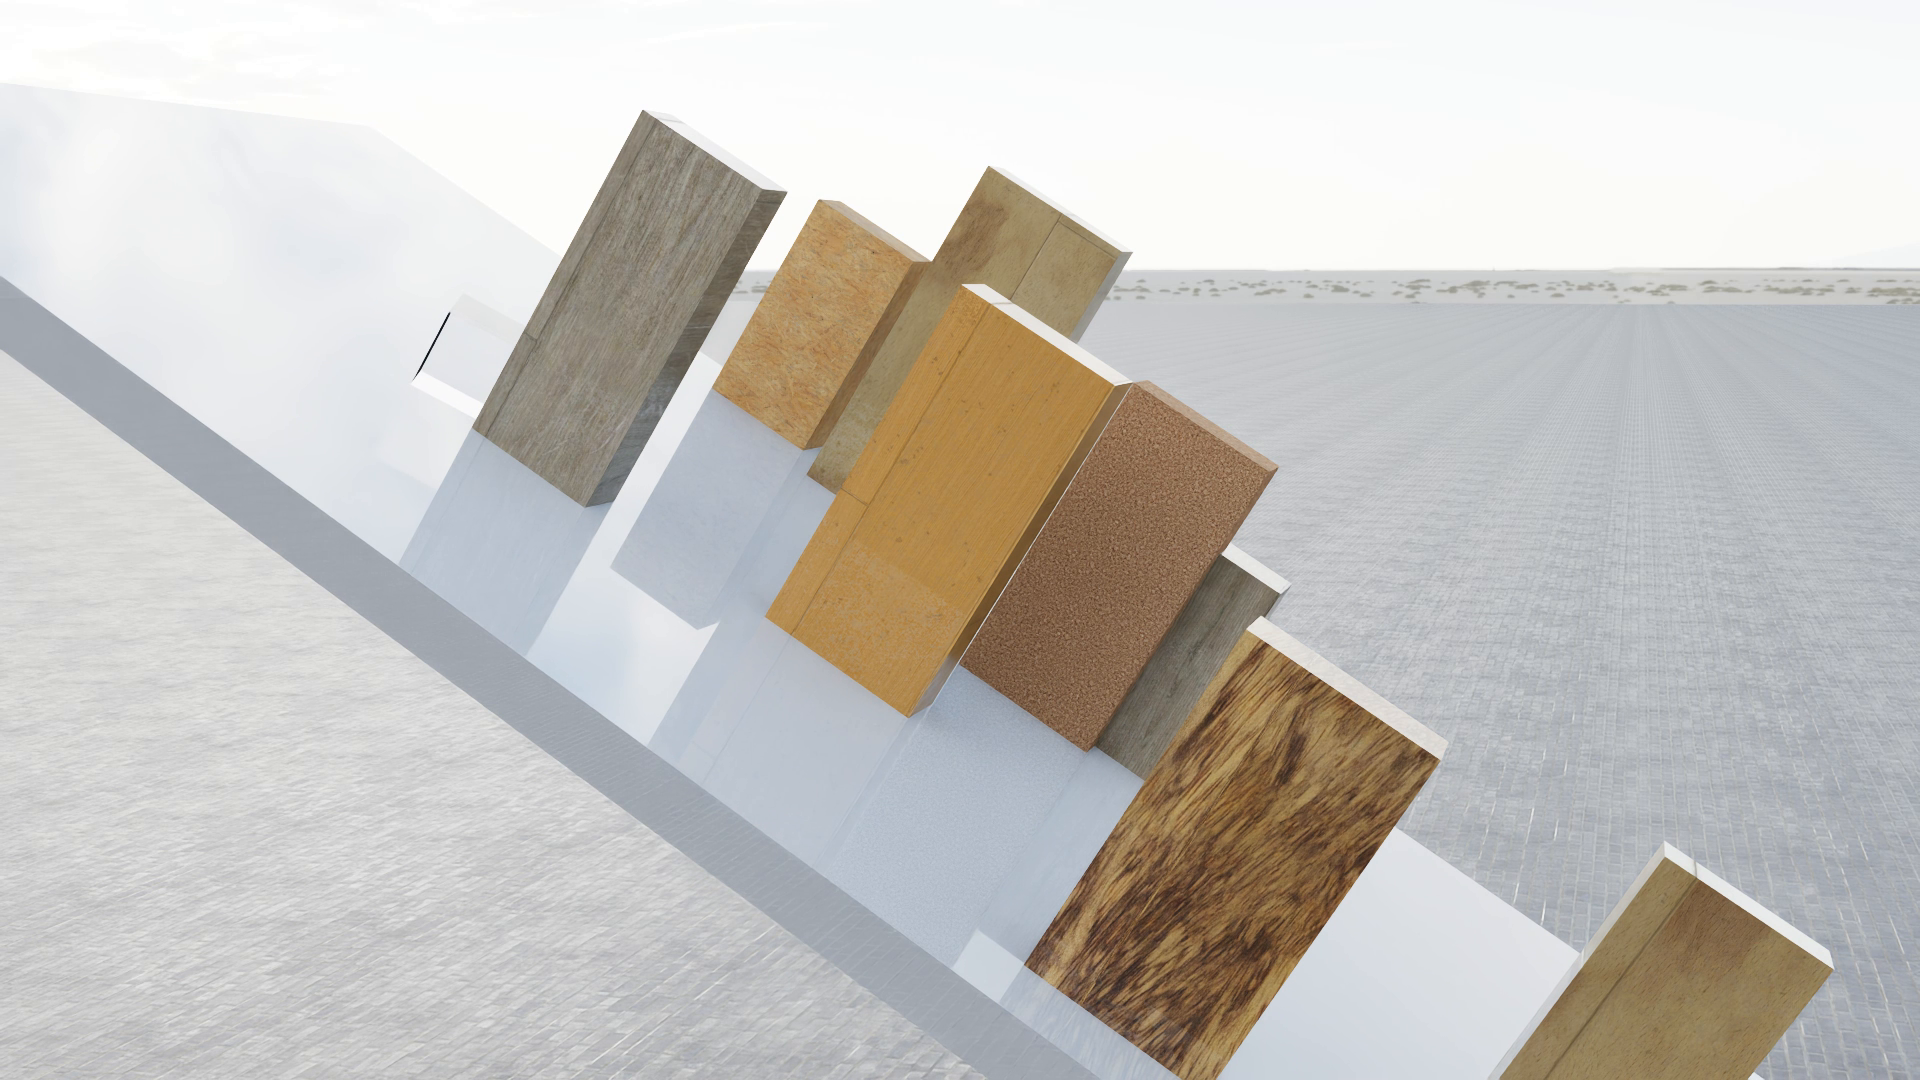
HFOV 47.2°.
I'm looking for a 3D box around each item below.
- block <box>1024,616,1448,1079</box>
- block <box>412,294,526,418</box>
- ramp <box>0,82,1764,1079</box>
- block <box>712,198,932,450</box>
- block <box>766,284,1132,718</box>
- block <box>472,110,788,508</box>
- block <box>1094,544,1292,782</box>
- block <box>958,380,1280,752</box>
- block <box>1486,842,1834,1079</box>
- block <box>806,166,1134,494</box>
[{"bbox_3d":[0.391,0.451,3.150,0.317,0.601,0.124,34,15,11],"label":"block"},{"bbox_3d":[-0.885,-0.332,4.019,0.154,0.154,0.154,28,15,-12],"label":"block"},{"bbox_3d":[-0.149,0.247,4.110,4.000,0.100,2.000,34,15,11],"label":"ramp"},{"bbox_3d":[-0.313,-0.487,4.979,0.261,0.498,0.141,34,15,11],"label":"block"},{"bbox_3d":[-0.024,-0.068,3.831,0.315,0.688,0.134,34,15,11],"label":"block"},{"bbox_3d":[-0.585,-0.403,3.873,0.259,0.650,0.119,34,15,11],"label":"block"},{"bbox_3d":[0.400,0.207,4.248,0.259,0.451,0.141,34,15,11],"label":"block"},{"bbox_3d":[0.298,0.050,4.180,0.300,0.642,0.122,34,15,11],"label":"block"},{"bbox_3d":[0.942,0.769,3.158,0.266,0.631,0.089,34,15,11],"label":"block"},{"bbox_3d":[0.016,-0.375,4.722,0.339,0.779,0.114,34,15,11],"label":"block"}]
